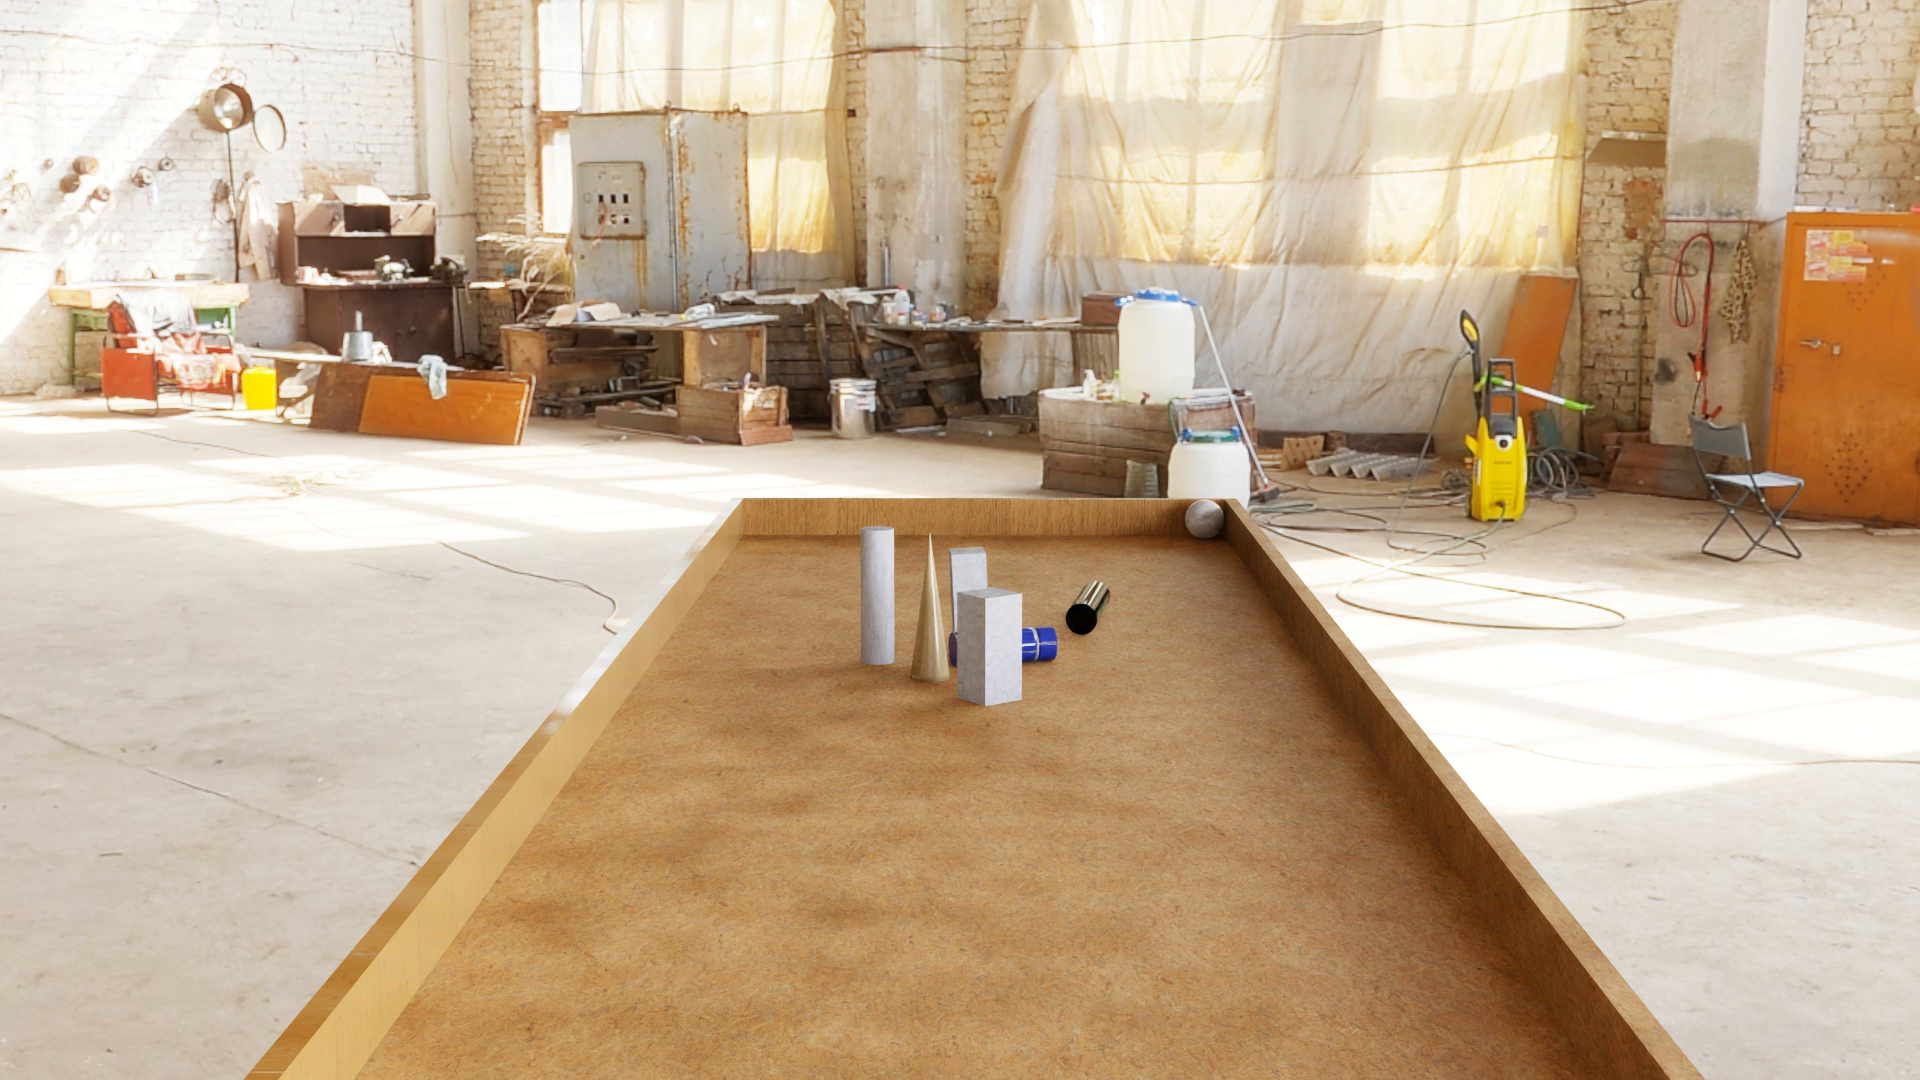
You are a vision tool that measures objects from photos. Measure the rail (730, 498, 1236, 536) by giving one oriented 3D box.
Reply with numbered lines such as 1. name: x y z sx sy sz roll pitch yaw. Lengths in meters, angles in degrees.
1. rail: 0.099 -0.098 9.147 2.100 0.150 0.050 0 9 1

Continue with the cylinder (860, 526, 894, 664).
1. cylinder: -0.249 0.167 6.652 0.101 0.408 0.101 0 9 0

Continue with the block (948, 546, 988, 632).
1. block: 0.029 0.193 6.720 0.104 0.327 0.104 -3 11 -5

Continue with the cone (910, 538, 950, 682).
1. cone: -0.087 0.191 6.423 0.118 0.433 0.118 0 9 0

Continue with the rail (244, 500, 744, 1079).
1. rail: -1.004 0.839 3.234 0.050 0.150 12.000 0 9 1

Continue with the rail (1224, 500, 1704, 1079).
1. rail: 1.046 0.843 3.208 0.050 0.150 12.000 0 9 1

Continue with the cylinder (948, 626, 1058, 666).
1. cylinder: 0.130 0.321 6.653 0.313 0.103 0.103 -3 9 -16

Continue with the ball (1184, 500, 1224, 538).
1. ball: 1.004 -0.085 9.030 0.162 0.162 0.162 0 9 0

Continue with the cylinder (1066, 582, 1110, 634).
1. cylinder: 0.426 0.223 7.276 0.103 0.103 0.412 2 9 10

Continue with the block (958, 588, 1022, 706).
1. block: 0.083 0.297 6.167 0.129 0.303 0.129 -7 11 -37
